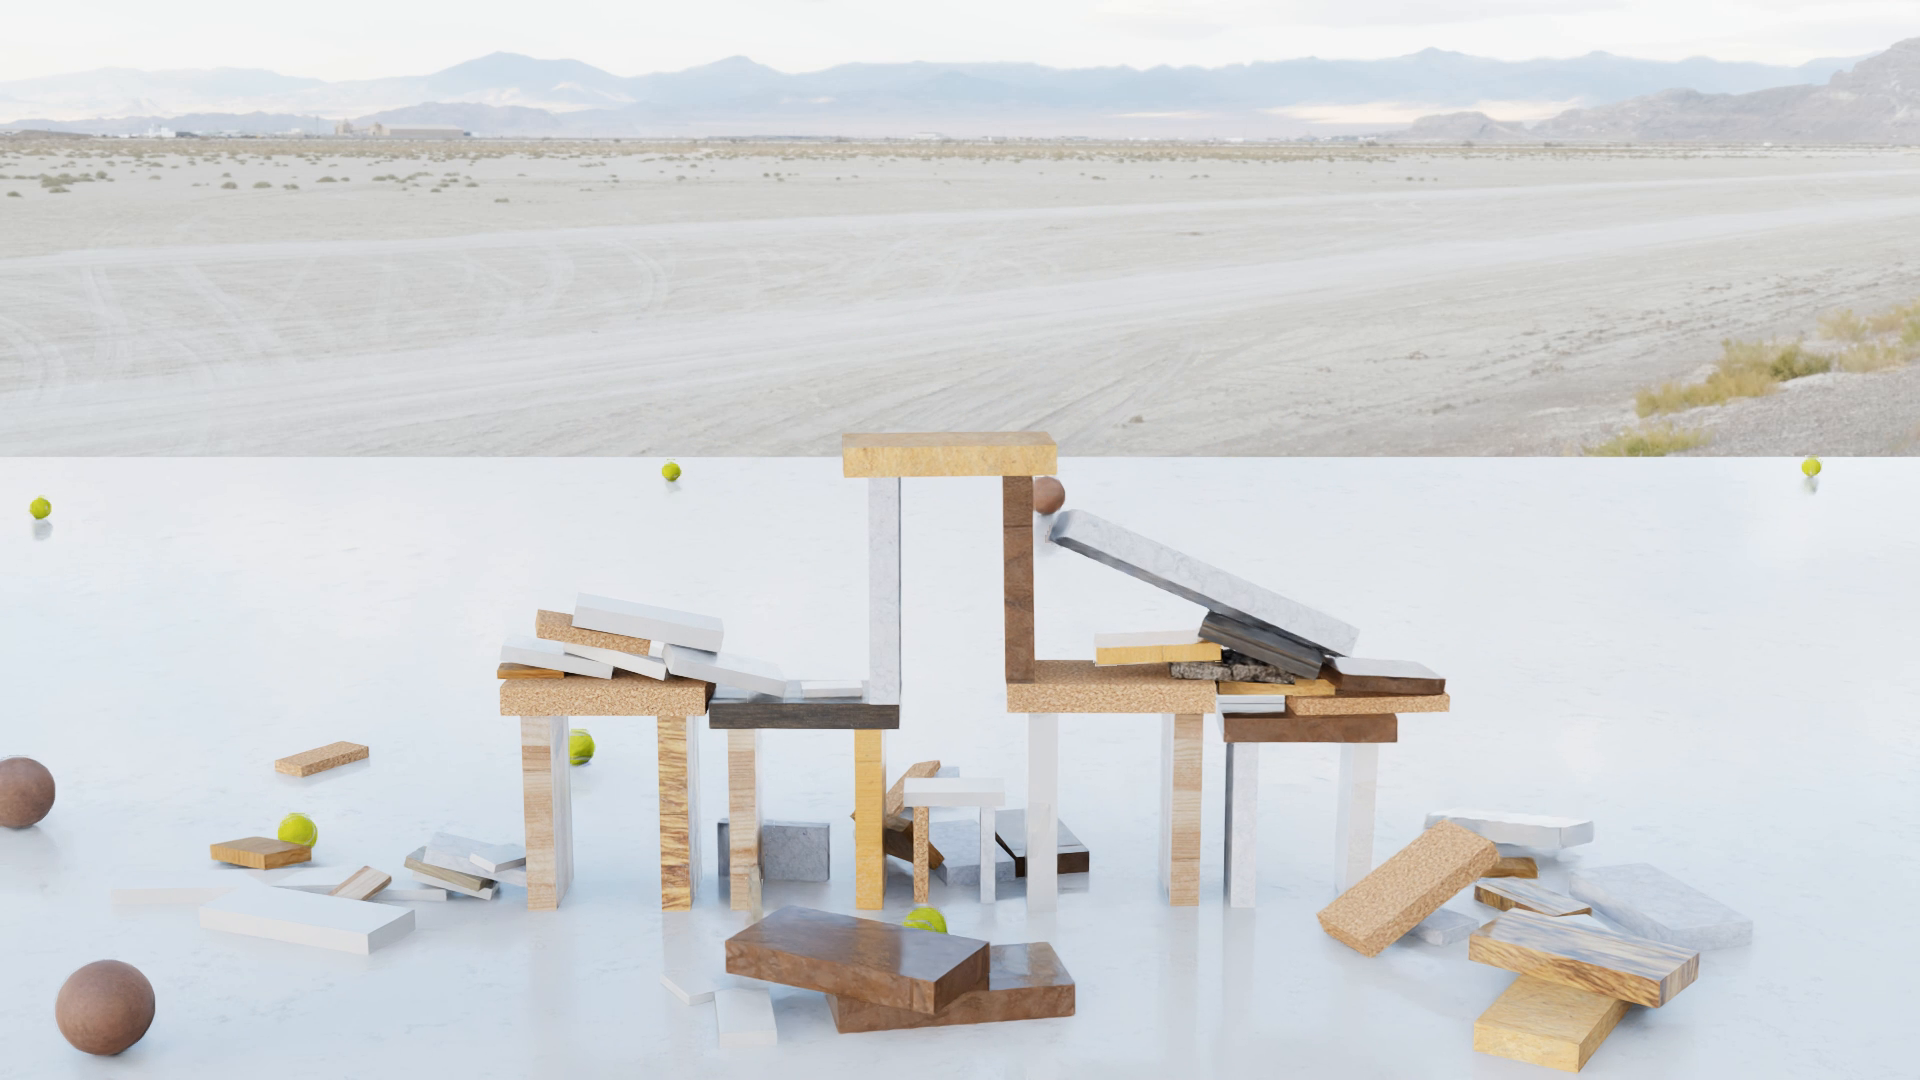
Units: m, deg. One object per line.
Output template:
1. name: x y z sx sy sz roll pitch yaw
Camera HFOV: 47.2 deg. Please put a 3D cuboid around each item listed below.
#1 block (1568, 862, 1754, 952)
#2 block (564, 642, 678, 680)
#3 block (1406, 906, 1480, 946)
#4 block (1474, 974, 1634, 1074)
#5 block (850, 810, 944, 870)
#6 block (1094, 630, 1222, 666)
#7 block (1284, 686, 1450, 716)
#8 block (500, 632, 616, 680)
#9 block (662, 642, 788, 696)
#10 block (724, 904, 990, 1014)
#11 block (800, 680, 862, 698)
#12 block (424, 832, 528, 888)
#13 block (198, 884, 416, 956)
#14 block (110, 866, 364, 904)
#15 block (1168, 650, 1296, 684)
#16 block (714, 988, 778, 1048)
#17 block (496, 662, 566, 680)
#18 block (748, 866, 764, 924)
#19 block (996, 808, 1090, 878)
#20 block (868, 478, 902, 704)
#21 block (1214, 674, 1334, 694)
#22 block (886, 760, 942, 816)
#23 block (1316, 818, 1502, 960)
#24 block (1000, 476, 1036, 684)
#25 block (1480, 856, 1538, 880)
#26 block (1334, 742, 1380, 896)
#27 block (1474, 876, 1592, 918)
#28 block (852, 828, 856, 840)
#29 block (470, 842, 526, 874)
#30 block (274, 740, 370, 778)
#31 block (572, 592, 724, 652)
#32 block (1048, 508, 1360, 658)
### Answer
1. block: 1.126 0.592 3.548 0.145 0.041 0.291 -3 11 -16
2. block: -0.547 0.186 3.600 0.181 0.026 0.090 15 10 14
3. block: 0.734 0.605 3.520 0.087 0.025 0.174 -8 13 -36
4. block: 0.879 0.661 3.174 0.145 0.041 0.412 6 12 31
5. block: -0.109 0.511 3.784 0.027 0.095 0.190 -47 23 -20
6. block: 0.320 0.174 3.578 0.199 0.028 0.099 -2 10 2
7. block: 0.669 0.260 3.616 0.252 0.027 0.095 -1 11 -4
8. block: -0.656 0.190 3.605 0.181 0.026 0.090 10 10 -5
9. block: -0.383 0.208 3.570 0.190 0.027 0.095 14 11 -20
10. block: -0.149 0.605 3.189 0.343 0.049 0.171 5 12 27
11. block: -0.209 0.243 3.588 0.098 0.014 0.049 -1 11 -7
12. block: -0.796 0.532 3.666 0.178 0.025 0.089 14 11 -5
13. block: -1.041 0.603 3.506 0.325 0.034 0.121 4 11 22
14. block: -1.200 0.576 3.673 0.400 0.025 0.089 -1 11 -4
15. block: 0.442 0.205 3.585 0.199 0.028 0.099 3 11 3
16. block: -0.306 0.679 3.129 0.079 0.022 0.158 -2 11 -9
17. block: -0.701 0.213 3.602 0.107 0.015 0.054 -1 11 -4
18. block: -0.313 0.557 3.374 0.014 0.098 0.049 -1 -33 -11
19. block: 0.129 0.531 3.884 0.130 0.037 0.259 -3 11 -13
20. block: -0.121 0.067 3.565 0.048 0.368 0.168 0 11 0
21. block: 0.514 0.230 3.623 0.190 0.027 0.095 0 11 -2
22. block: -0.108 0.476 4.148 0.054 0.015 0.307 -11 11 19
23. block: 0.706 0.547 3.463 0.269 0.037 0.130 -33 21 -15
24. block: 0.094 0.050 3.570 0.048 0.336 0.168 -1 10 0
25. block: 0.925 0.562 3.773 0.123 0.017 0.062 1 10 6
26. block: 0.656 0.451 3.646 0.040 0.280 0.140 2 11 1
27. block: 0.934 0.592 3.590 0.087 0.025 0.174 -6 12 -31
28. block: -0.132 0.529 3.956 0.109 0.015 0.054 -4 11 -23
29. block: -0.756 0.526 3.643 0.054 0.015 0.107 20 12 25
30. block: -1.281 0.439 4.418 0.079 0.022 0.173 7 12 32
31. block: -0.510 0.134 3.602 0.241 0.034 0.121 11 7 -10
32. block: 0.394 0.072 3.583 0.499 0.049 0.171 23 -5 -7
